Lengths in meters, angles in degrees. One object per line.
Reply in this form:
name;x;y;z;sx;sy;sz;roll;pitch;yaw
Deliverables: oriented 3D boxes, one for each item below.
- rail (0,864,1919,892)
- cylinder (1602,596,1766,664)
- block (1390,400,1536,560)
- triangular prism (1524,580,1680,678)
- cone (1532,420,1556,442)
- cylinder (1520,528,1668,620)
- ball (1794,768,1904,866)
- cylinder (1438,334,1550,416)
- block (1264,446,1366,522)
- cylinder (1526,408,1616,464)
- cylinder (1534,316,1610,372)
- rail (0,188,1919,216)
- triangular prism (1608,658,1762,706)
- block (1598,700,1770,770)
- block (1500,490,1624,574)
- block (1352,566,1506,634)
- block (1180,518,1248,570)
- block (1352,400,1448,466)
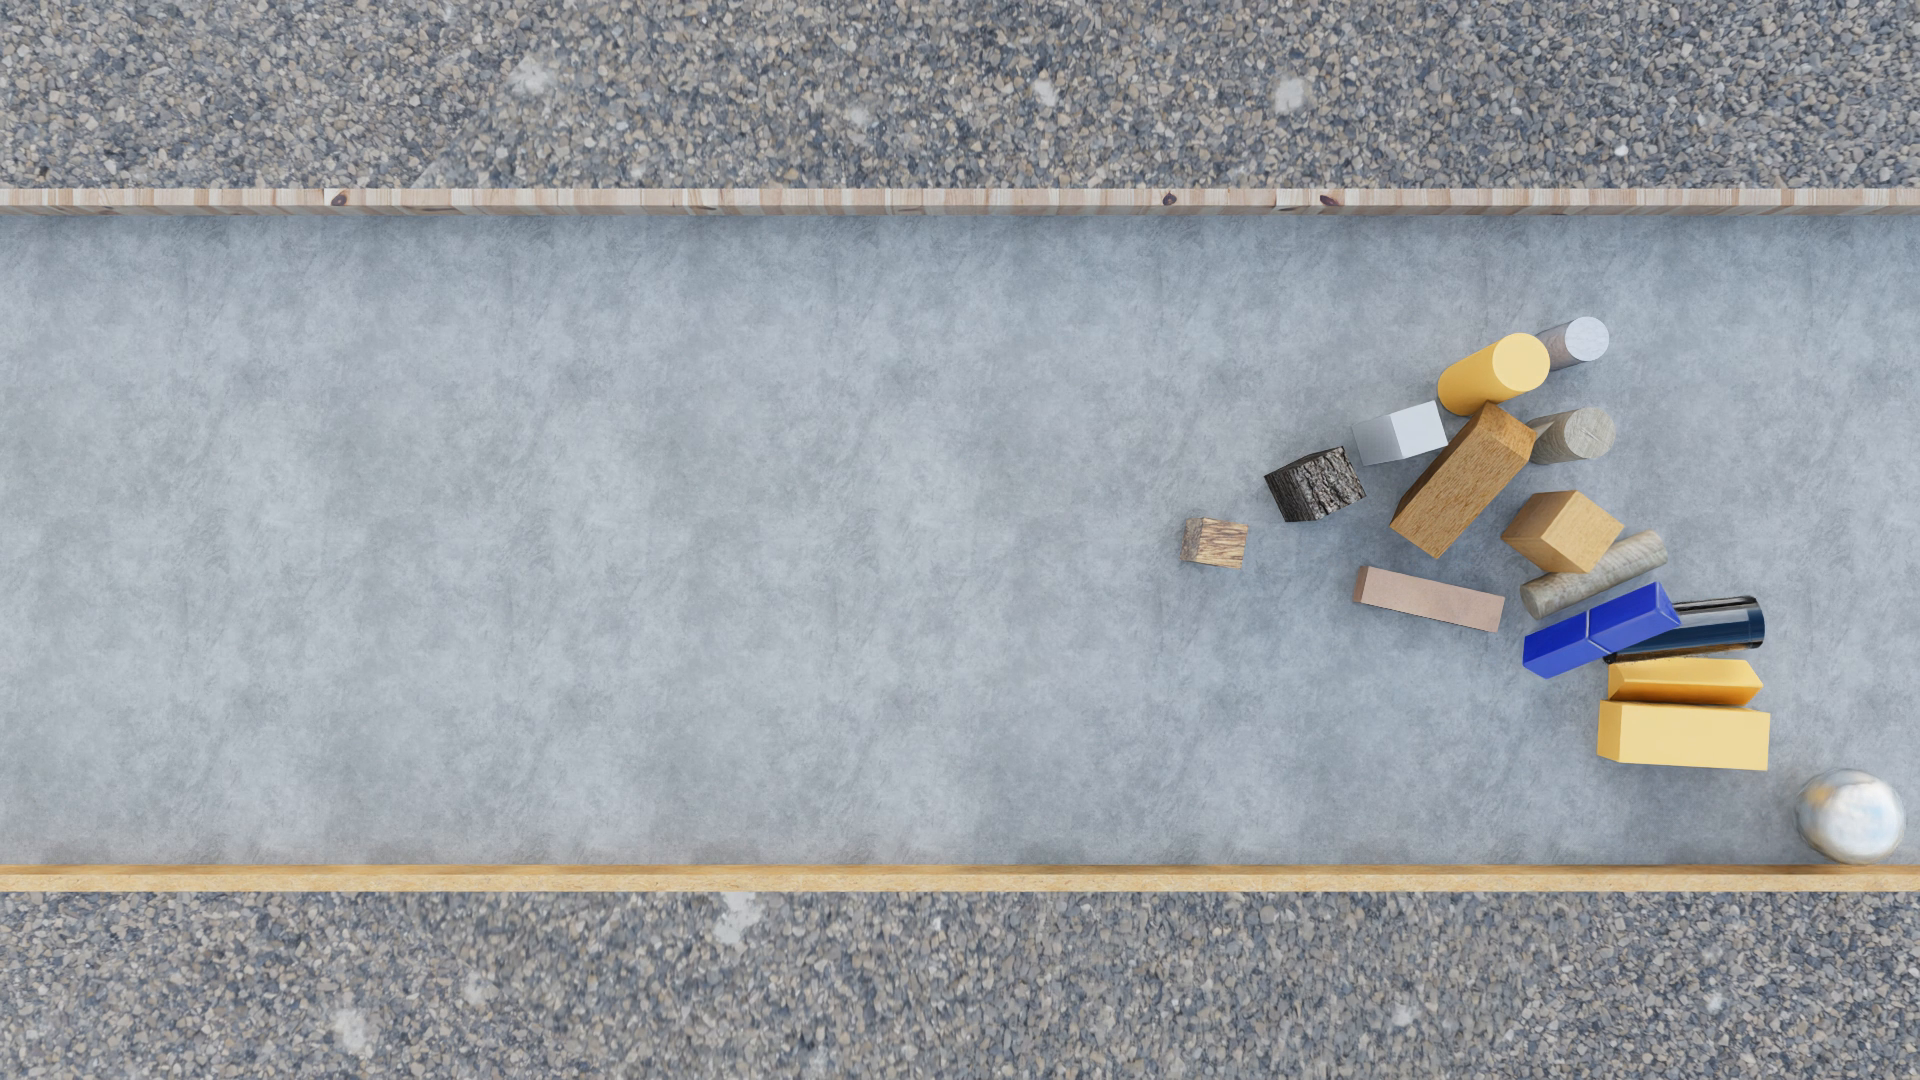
rail;-2.247;1.025;5.001;12.000;0.150;0.050;0;90;0
cylinder;2.178;0.272;4.995;0.442;0.163;0.163;-6;90;0
block;1.480;-0.175;4.864;0.174;0.174;0.435;35;130;4
triangular prism;1.883;0.280;4.887;0.435;0.122;0.141;-31;79;36
cone;1.628;-0.268;4.885;0.150;0.370;0.150;14;60;-24
cylinder;1.926;0.105;5.018;0.424;0.118;0.118;-24;90;0
ball;2.658;0.826;4.932;0.288;0.288;0.288;0;90;0
cylinder;1.562;-0.481;4.849;0.166;0.440;0.166;0;85;-3
block;1.039;-0.160;4.856;0.158;0.441;0.158;-26;90;0
cylinder;1.790;-0.305;4.882;0.147;0.390;0.147;0;90;0
cylinder;1.814;-0.582;4.923;0.128;0.306;0.128;0;90;0
rail;-2.247;-1.025;5.002;12.000;0.150;0.050;0;90;0
triangular prism;2.205;0.431;5.014;0.417;0.119;0.137;2;90;0
block;2.186;0.588;4.991;0.441;0.170;0.170;3;90;0
block;1.782;-0.023;4.897;0.172;0.358;0.172;37;90;0
block;1.424;0.180;5.021;0.420;0.112;0.112;13;90;0
block;0.749;0.010;4.890;0.129;0.373;0.129;10;90;0
block;1.286;-0.310;4.848;0.131;0.457;0.131;-17;90;0
